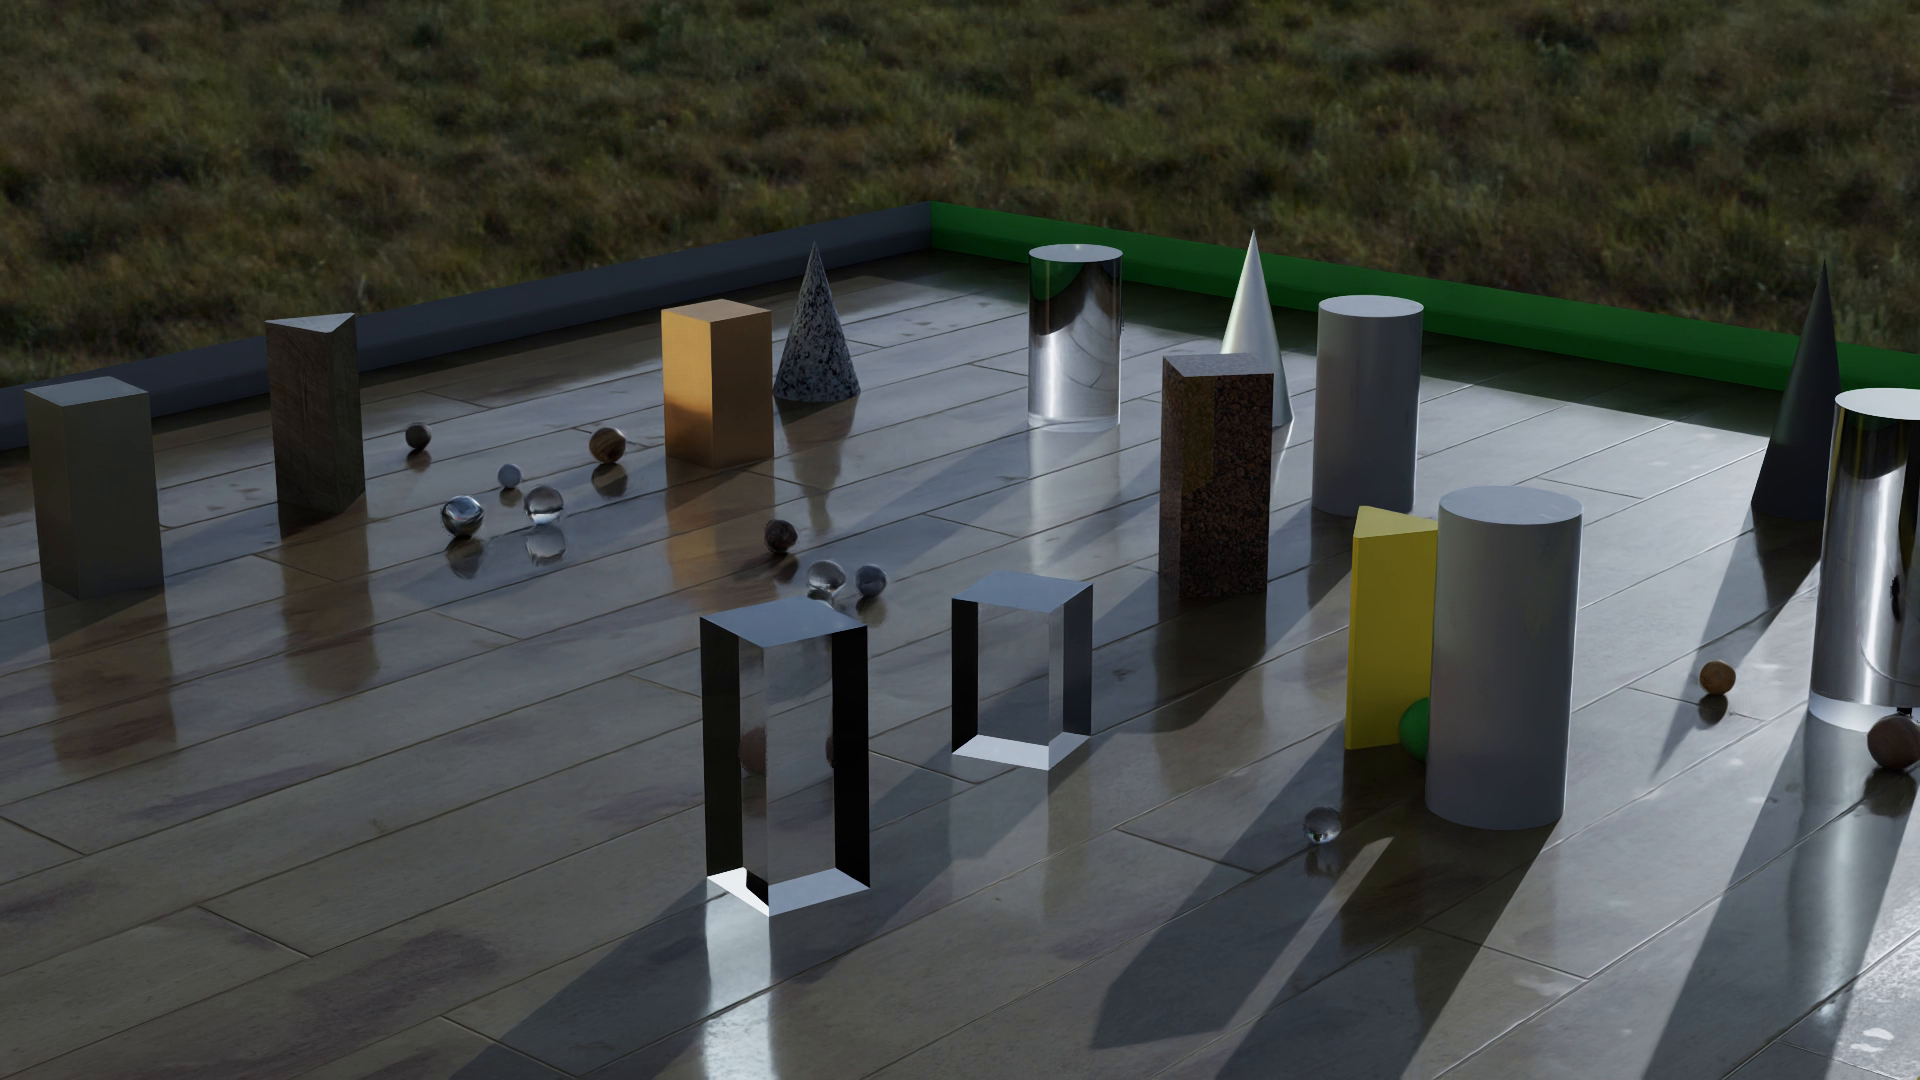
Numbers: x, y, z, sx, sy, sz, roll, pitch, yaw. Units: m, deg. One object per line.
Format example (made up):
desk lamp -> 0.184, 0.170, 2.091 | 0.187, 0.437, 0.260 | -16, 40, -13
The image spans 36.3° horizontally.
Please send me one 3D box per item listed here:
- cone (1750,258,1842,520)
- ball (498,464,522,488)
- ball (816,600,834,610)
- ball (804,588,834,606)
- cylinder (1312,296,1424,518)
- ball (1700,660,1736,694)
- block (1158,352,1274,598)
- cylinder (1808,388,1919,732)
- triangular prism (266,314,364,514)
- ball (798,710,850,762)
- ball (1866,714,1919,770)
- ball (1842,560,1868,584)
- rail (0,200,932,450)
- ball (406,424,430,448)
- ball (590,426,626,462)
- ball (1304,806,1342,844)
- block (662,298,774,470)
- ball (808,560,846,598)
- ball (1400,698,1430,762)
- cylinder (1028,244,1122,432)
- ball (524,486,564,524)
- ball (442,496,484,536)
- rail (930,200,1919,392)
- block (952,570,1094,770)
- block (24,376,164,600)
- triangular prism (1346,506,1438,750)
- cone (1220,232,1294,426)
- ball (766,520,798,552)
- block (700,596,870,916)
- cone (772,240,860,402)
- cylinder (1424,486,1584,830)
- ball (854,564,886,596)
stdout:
cone -> 1.631, -0.299, 5.598 | 0.198, 0.489, 0.198 | 0, 17, 0
ball -> -0.890, -0.128, 5.797 | 0.047, 0.047, 0.047 | 0, 17, 0
ball -> -0.239, 0.137, 4.865 | 0.077, 0.077, 0.077 | 0, 17, 0
ball -> -0.242, 0.109, 4.996 | 0.054, 0.054, 0.054 | 0, 17, 0
cylinder -> 0.782, -0.258, 5.631 | 0.198, 0.391, 0.198 | 0, 17, 0
ball -> 1.199, 0.217, 4.638 | 0.055, 0.055, 0.055 | 0, 17, 0
block -> 0.447, -0.115, 5.150 | 0.158, 0.396, 0.158 | -3, 17, -9
cylinder -> 1.423, 0.031, 4.495 | 0.198, 0.494, 0.198 | 0, 17, 0
triangular prism -> -1.218, -0.253, 5.676 | 0.171, 0.355, 0.149 | 11, 20, 33
ball -> -0.202, 0.292, 4.353 | 0.076, 0.076, 0.076 | 0, 17, 0
ball -> 1.380, 0.298, 4.325 | 0.081, 0.081, 0.081 | 0, 17, 0
ball -> 1.583, 0.058, 5.188 | 0.042, 0.042, 0.042 | 0, 17, 0
rail -> -1.594, -0.367, 6.445 | 0.045, 0.129, 4.660 | 14, 22, 39
ball -> -1.123, -0.215, 6.075 | 0.052, 0.052, 0.052 | 0, 17, 0
ball -> -0.716, -0.194, 5.969 | 0.075, 0.075, 0.075 | 0, 17, 0
ball -> 0.501, 0.393, 4.055 | 0.053, 0.053, 0.053 | 0, 17, 0
block -> -0.494, -0.319, 5.983 | 0.158, 0.306, 0.158 | -15, 23, -41
ball -> -0.232, 0.069, 5.108 | 0.067, 0.067, 0.067 | 0, 17, 0
ball -> 0.702, 0.282, 4.346 | 0.099, 0.099, 0.099 | 0, 17, 0
cylinder -> 0.245, -0.431, 6.248 | 0.198, 0.367, 0.198 | 0, 17, 0
ball -> -0.788, -0.066, 5.542 | 0.075, 0.075, 0.075 | 0, 17, 0
ball -> -0.927, -0.045, 5.468 | 0.077, 0.077, 0.077 | 0, 17, 0
rail -> 1.512, -0.470, 6.787 | 4.268, 0.129, 0.045 | 14, 22, 39
block -> 0.094, 0.192, 4.391 | 0.158, 0.244, 0.158 | 8, 19, 25
block -> -1.523, -0.093, 5.159 | 0.158, 0.348, 0.158 | -14, 22, -38
triangular prism -> 0.639, 0.127, 4.456 | 0.171, 0.332, 0.149 | -6, 18, -18
cone -> 0.623, -0.464, 6.281 | 0.198, 0.412, 0.198 | 0, 17, 0
ball -> -0.327, -0.008, 5.379 | 0.059, 0.059, 0.059 | 0, 17, 0
block -> -0.231, 0.282, 3.876 | 0.158, 0.370, 0.158 | -12, 20, -34
cone -> -0.320, -0.498, 6.508 | 0.198, 0.345, 0.198 | 0, 17, 0
cylinder -> 0.765, 0.164, 4.135 | 0.198, 0.446, 0.198 | 0, 17, 0
ball -> -0.156, 0.070, 5.123 | 0.056, 0.056, 0.056 | 0, 17, 0
